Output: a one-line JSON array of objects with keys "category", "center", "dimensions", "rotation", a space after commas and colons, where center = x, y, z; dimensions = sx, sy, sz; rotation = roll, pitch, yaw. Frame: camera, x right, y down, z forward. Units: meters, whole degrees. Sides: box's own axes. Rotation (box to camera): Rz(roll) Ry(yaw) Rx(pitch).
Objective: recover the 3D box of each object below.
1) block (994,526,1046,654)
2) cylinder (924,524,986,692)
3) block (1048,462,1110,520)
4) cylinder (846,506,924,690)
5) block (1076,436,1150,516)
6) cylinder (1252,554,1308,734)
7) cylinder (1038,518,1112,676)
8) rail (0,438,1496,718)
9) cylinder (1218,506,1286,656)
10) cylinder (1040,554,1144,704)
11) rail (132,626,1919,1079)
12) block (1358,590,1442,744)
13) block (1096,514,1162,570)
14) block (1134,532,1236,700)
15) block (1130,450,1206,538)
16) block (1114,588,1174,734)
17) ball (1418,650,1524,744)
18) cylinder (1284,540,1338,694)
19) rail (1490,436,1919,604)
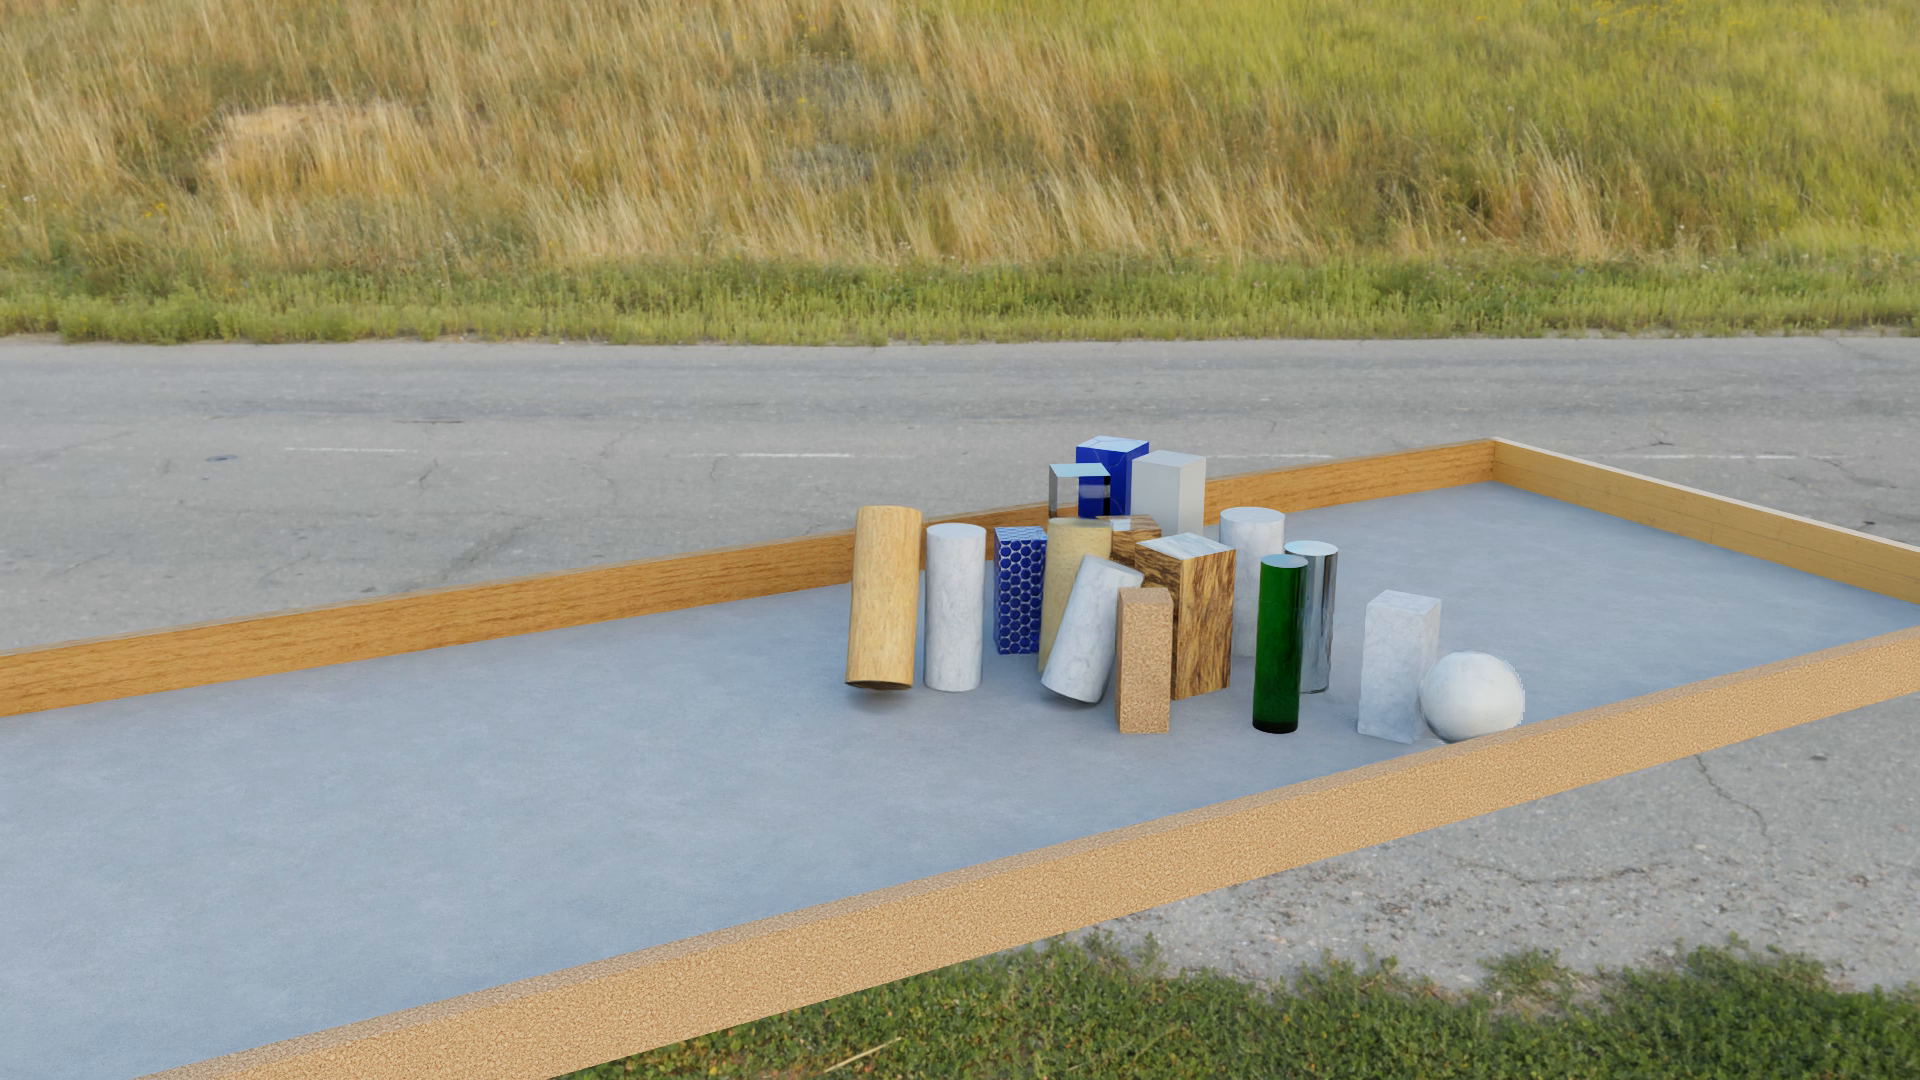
[{"category": "block", "center": [0.159, 0.132, 4.352], "dimensions": [0.127, 0.312, 0.127], "rotation": [-1, 16, -5]}, {"category": "cylinder", "center": [-0.014, 0.166, 4.090], "dimensions": [0.147, 0.391, 0.147], "rotation": [1, 15, 0]}, {"category": "block", "center": [0.328, 0.009, 4.582], "dimensions": [0.145, 0.419, 0.145], "rotation": [-2, 16, -6]}, {"category": "cylinder", "center": [-0.185, 0.144, 4.056], "dimensions": [0.166, 0.430, 0.166], "rotation": [3, -12, 1]}, {"category": "block", "center": [0.443, -0.073, 4.839], "dimensions": [0.159, 0.430, 0.159], "rotation": [9, 19, 28]}, {"category": "cylinder", "center": [0.740, 0.241, 3.819], "dimensions": [0.106, 0.404, 0.106], "rotation": [0, 16, 0]}, {"category": "cylinder", "center": [0.287, 0.147, 4.135], "dimensions": [0.161, 0.386, 0.161], "rotation": [3, 9, -1]}, {"category": "rail", "center": [-3.305, 0.497, 3.399], "dimensions": [12.000, 0.150, 0.050], "rotation": [-9, 18, -27]}, {"category": "cylinder", "center": [0.763, 0.108, 4.350], "dimensions": [0.168, 0.360, 0.168], "rotation": [0, 16, 0]}, {"category": "cylinder", "center": [0.320, 0.214, 3.990], "dimensions": [0.153, 0.325, 0.153], "rotation": [18, 7, -2]}, {"category": "rail", "center": [-2.336, 1.006, 1.665], "dimensions": [12.000, 0.150, 0.050], "rotation": [-9, 18, -27]}, {"category": "block", "center": [1.014, 0.291, 3.807], "dimensions": [0.131, 0.314, 0.131], "rotation": [10, 19, 32]}, {"category": "block", "center": [0.441, 0.114, 4.377], "dimensions": [0.146, 0.332, 0.146], "rotation": [-2, 16, -6]}, {"category": "block", "center": [0.551, 0.186, 4.085], "dimensions": [0.173, 0.359, 0.173], "rotation": [-10, 19, -31]}, {"category": "block", "center": [0.574, -0.008, 4.583], "dimensions": [0.148, 0.450, 0.148], "rotation": [11, 20, 34]}, {"category": "block", "center": [0.427, 0.280, 3.838], "dimensions": [0.113, 0.318, 0.113], "rotation": [0, 16, -1]}, {"category": "ball", "center": [1.096, 0.344, 3.540], "dimensions": [0.214, 0.214, 0.214], "rotation": [0, 16, 0]}, {"category": "cylinder", "center": [0.857, 0.190, 4.075], "dimensions": [0.129, 0.356, 0.129], "rotation": [0, 16, 0]}, {"category": "rail", "center": [2.466, -0.048, 5.253], "dimensions": [0.050, 0.150, 2.100], "rotation": [-9, 18, -27]}]
